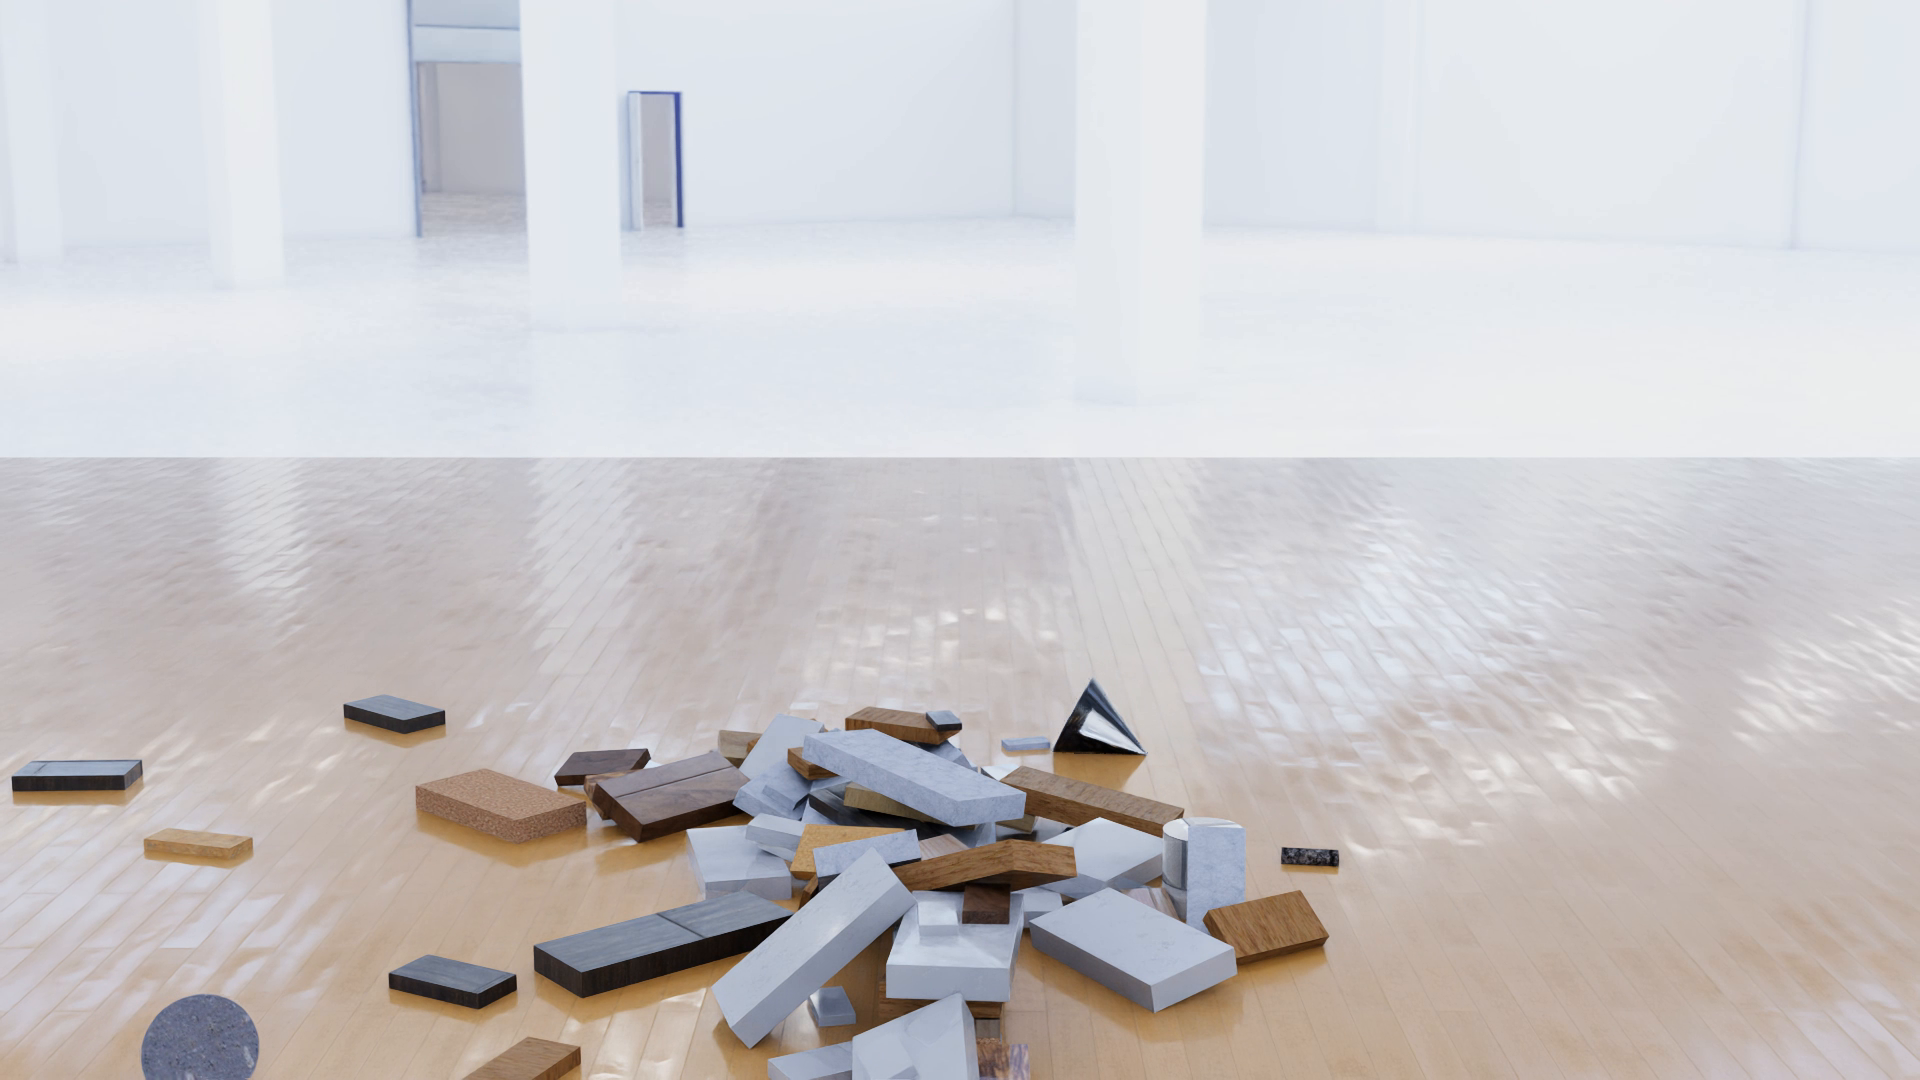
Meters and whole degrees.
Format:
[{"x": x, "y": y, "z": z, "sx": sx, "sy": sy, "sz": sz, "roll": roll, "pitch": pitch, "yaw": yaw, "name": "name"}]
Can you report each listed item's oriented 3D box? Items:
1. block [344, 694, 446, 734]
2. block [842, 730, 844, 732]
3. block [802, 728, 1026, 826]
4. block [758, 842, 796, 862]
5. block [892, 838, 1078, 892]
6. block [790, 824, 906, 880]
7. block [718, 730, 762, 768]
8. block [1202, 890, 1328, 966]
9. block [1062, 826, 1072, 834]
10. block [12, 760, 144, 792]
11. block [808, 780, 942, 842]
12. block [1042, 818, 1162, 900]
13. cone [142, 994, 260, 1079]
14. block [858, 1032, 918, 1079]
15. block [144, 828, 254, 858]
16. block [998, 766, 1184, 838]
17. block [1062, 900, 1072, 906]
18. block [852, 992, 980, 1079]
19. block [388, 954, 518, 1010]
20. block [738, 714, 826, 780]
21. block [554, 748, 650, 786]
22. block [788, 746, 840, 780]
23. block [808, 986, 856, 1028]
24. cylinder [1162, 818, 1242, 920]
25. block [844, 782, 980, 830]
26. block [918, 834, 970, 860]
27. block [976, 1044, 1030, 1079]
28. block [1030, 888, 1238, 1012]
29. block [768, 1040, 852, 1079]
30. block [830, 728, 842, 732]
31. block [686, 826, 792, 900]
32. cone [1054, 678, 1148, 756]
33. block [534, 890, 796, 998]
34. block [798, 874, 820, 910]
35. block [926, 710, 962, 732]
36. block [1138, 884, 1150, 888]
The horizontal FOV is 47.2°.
[{"x": -1.221, "y": 0.375, "z": 4.744, "sx": 0.214, "sy": 0.030, "sz": 0.107, "roll": 9, "pitch": 14, "yaw": 39, "name": "block"}, {"x": -0.239, "y": 0.407, "z": 4.462, "sx": 0.046, "sy": 0.013, "sz": 0.092, "roll": 4, "pitch": 11, "yaw": 25, "name": "block"}, {"x": -0.085, "y": 0.409, "z": 3.827, "sx": 0.157, "sy": 0.044, "sz": 0.417, "roll": -1, "pitch": 12, "yaw": -42, "name": "block"}, {"x": -0.274, "y": 0.530, "z": 3.745, "sx": 0.133, "sy": 0.019, "sz": 0.067, "roll": 16, "pitch": 10, "yaw": 39, "name": "block"}, {"x": 0.000, "y": 0.500, "z": 3.250, "sx": 0.311, "sy": 0.044, "sz": 0.156, "roll": -19, "pitch": -22, "yaw": 34, "name": "block"}, {"x": -0.183, "y": 0.520, "z": 3.642, "sx": 0.183, "sy": 0.026, "sz": 0.091, "roll": -1, "pitch": 50, "yaw": 24, "name": "block"}, {"x": -0.394, "y": 0.420, "z": 4.365, "sx": 0.169, "sy": 0.024, "sz": 0.085, "roll": 7, "pitch": 32, "yaw": -14, "name": "block"}, {"x": 0.474, "y": 0.601, "z": 3.407, "sx": 0.181, "sy": 0.026, "sz": 0.090, "roll": -6, "pitch": 48, "yaw": -30, "name": "block"}, {"x": 0.205, "y": 0.546, "z": 3.834, "sx": 0.095, "sy": 0.027, "sz": 0.190, "roll": 4, "pitch": 11, "yaw": 19, "name": "block"}, {"x": -1.721, "y": 0.459, "z": 4.291, "sx": 0.214, "sy": 0.030, "sz": 0.107, "roll": 0, "pitch": 11, "yaw": -2, "name": "block"}, {"x": -0.104, "y": 0.501, "z": 3.733, "sx": 0.091, "sy": 0.026, "sz": 0.487, "roll": -12, "pitch": 18, "yaw": -29, "name": "block"}, {"x": 0.233, "y": 0.535, "z": 3.672, "sx": 0.154, "sy": 0.044, "sz": 0.308, "roll": 16, "pitch": 11, "yaw": 26, "name": "block"}, {"x": -1.011, "y": 0.690, "z": 2.947, "sx": 0.148, "sy": 0.148, "sz": 0.148, "roll": -3, "pitch": -16, "yaw": -14, "name": "cone"}, {"x": -0.091, "y": 0.655, "z": 2.754, "sx": 0.053, "sy": 0.015, "sz": 0.106, "roll": -28, "pitch": 16, "yaw": -9, "name": "block"}, {"x": -1.351, "y": 0.537, "z": 3.900, "sx": 0.178, "sy": 0.019, "sz": 0.067, "roll": 3, "pitch": 11, "yaw": 17, "name": "block"}, {"x": 0.234, "y": 0.479, "z": 3.957, "sx": 0.313, "sy": 0.044, "sz": 0.157, "roll": 13, "pitch": 8, "yaw": 15, "name": "block"}, {"x": 0.132, "y": 0.601, "z": 3.557, "sx": 0.130, "sy": 0.018, "sz": 0.065, "roll": 2, "pitch": 11, "yaw": 11, "name": "block"}, {"x": -0.051, "y": 0.703, "z": 2.650, "sx": 0.154, "sy": 0.044, "sz": 0.465, "roll": -24, "pitch": 16, "yaw": 5, "name": "block"}, {"x": -0.752, "y": 0.654, "z": 3.259, "sx": 0.171, "sy": 0.024, "sz": 0.086, "roll": 6, "pitch": 12, "yaw": 28, "name": "block"}, {"x": -0.350, "y": 0.418, "z": 4.270, "sx": 0.101, "sy": 0.029, "sz": 0.206, "roll": 10, "pitch": 37, "yaw": 18, "name": "block"}, {"x": -0.693, "y": 0.441, "z": 4.266, "sx": 0.169, "sy": 0.024, "sz": 0.085, "roll": -5, "pitch": 26, "yaw": 23, "name": "block"}, {"x": -0.210, "y": 0.408, "z": 4.115, "sx": 0.202, "sy": 0.029, "sz": 0.101, "roll": -4, "pitch": 15, "yaw": -26, "name": "block"}, {"x": -0.186, "y": 0.674, "z": 3.177, "sx": 0.053, "sy": 0.015, "sz": 0.106, "roll": -3, "pitch": 11, "yaw": -13, "name": "block"}, {"x": 0.397, "y": 0.537, "z": 3.592, "sx": 0.133, "sy": 0.133, "sz": 0.133, "roll": 0, "pitch": 11, "yaw": 0, "name": "cylinder"}, {"x": -0.072, "y": 0.452, "z": 3.817, "sx": 0.234, "sy": 0.033, "sz": 0.117, "roll": 9, "pitch": 9, "yaw": 13, "name": "block"}, {"x": -0.015, "y": 0.525, "z": 3.527, "sx": 0.095, "sy": 0.027, "sz": 0.190, "roll": -11, "pitch": 17, "yaw": -26, "name": "block"}, {"x": 0.044, "y": 0.707, "z": 2.694, "sx": 0.090, "sy": 0.026, "sz": 0.292, "roll": 0, "pitch": 18, "yaw": -1, "name": "block"}, {"x": 0.258, "y": 0.617, "z": 3.333, "sx": 0.156, "sy": 0.044, "sz": 0.311, "roll": -18, "pitch": 18, "yaw": -29, "name": "block"}, {"x": -0.163, "y": 0.709, "z": 2.962, "sx": 0.171, "sy": 0.024, "sz": 0.085, "roll": -6, "pitch": 12, "yaw": -29, "name": "block"}, {"x": -0.262, "y": 0.404, "z": 4.364, "sx": 0.046, "sy": 0.013, "sz": 0.092, "roll": 35, "pitch": 37, "yaw": 29, "name": "block"}, {"x": -0.381, "y": 0.552, "z": 3.760, "sx": 0.143, "sy": 0.040, "sz": 0.285, "roll": -2, "pitch": 11, "yaw": -13, "name": "block"}, {"x": 0.307, "y": 0.397, "z": 4.494, "sx": 0.174, "sy": 0.174, "sz": 0.174, "roll": 29, "pitch": 15, "yaw": 7, "name": "cone"}, {"x": -0.451, "y": 0.620, "z": 3.396, "sx": 0.386, "sy": 0.040, "sz": 0.143, "roll": -9, "pitch": 14, "yaw": -39, "name": "block"}, {"x": -0.237, "y": 0.568, "z": 3.502, "sx": 0.014, "sy": 0.099, "sz": 0.049, "roll": 30, "pitch": 50, "yaw": 11, "name": "block"}, {"x": -0.032, "y": 0.351, "z": 4.271, "sx": 0.049, "sy": 0.014, "sz": 0.099, "roll": -2, "pitch": 11, "yaw": -14, "name": "block"}, {"x": 0.266, "y": 0.592, "z": 3.607, "sx": 0.130, "sy": 0.018, "sz": 0.065, "roll": -10, "pitch": 14, "yaw": -43, "name": "block"}]
